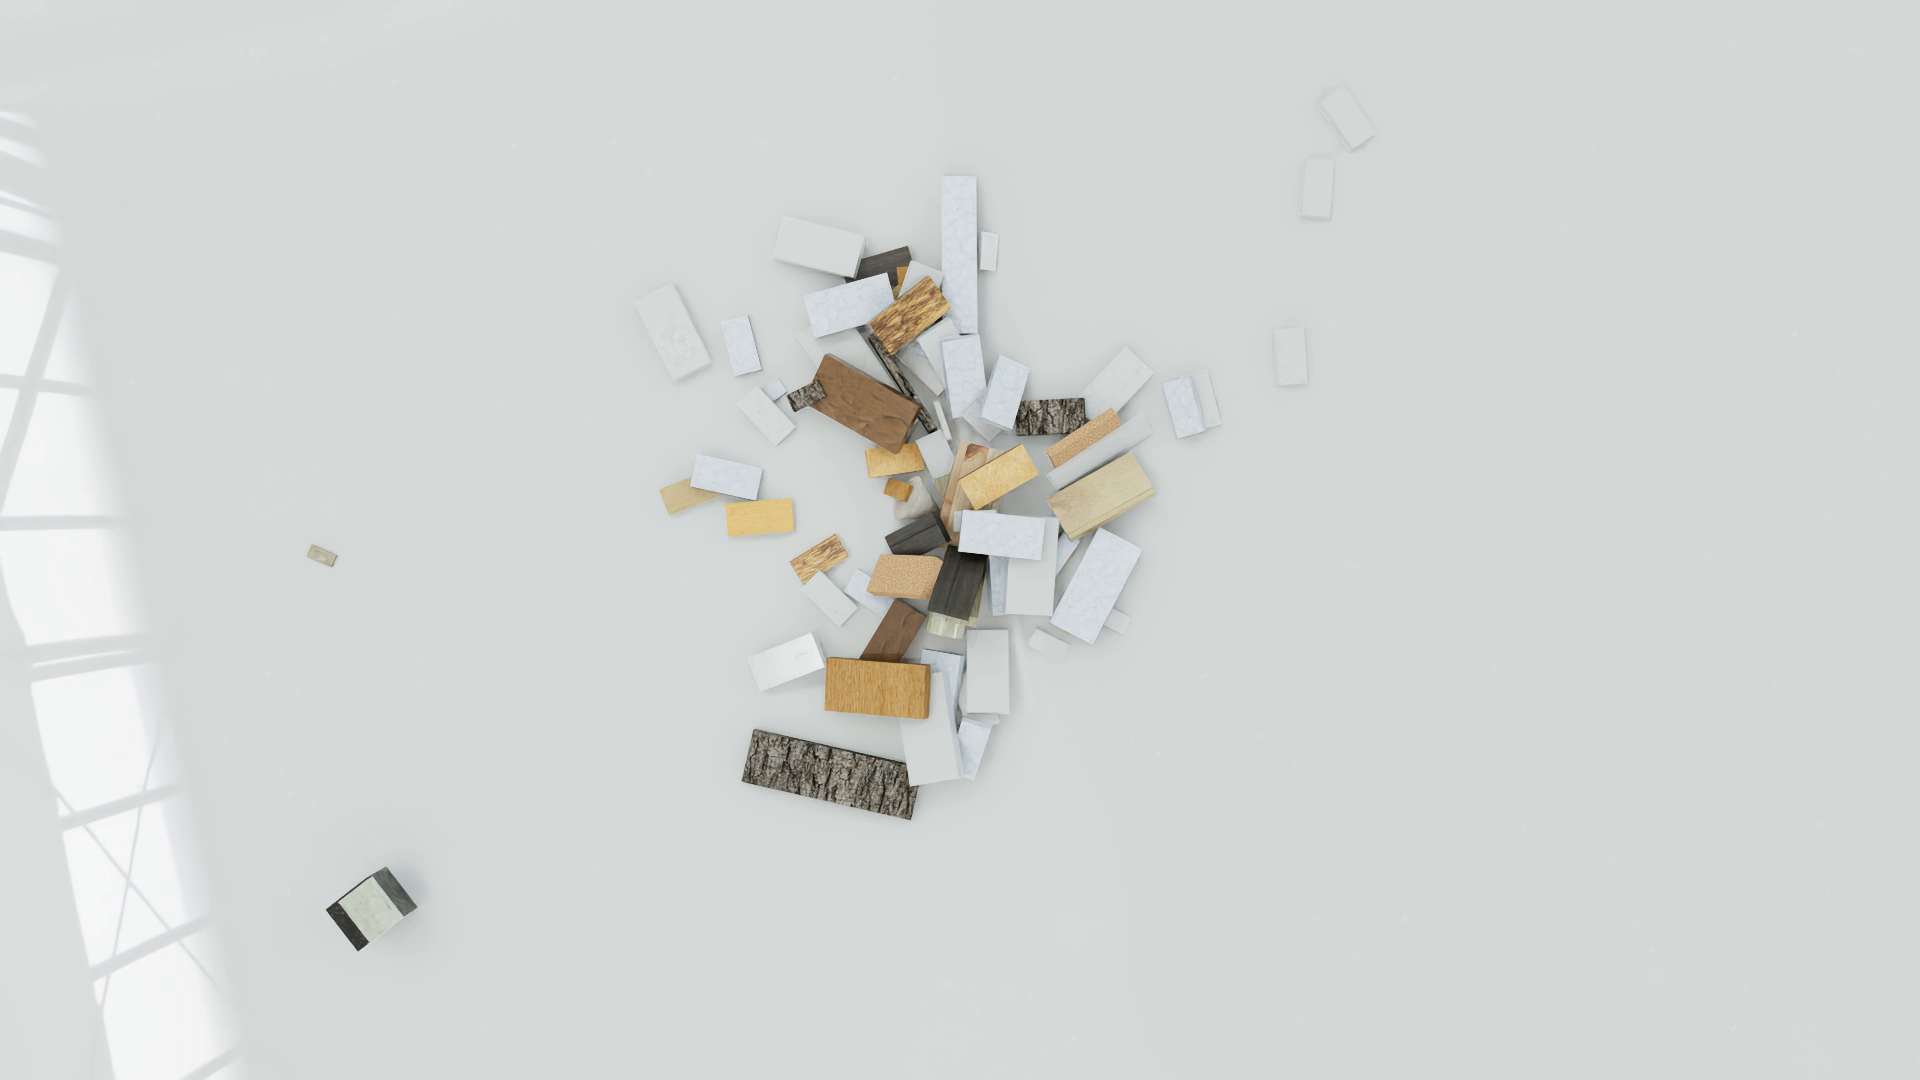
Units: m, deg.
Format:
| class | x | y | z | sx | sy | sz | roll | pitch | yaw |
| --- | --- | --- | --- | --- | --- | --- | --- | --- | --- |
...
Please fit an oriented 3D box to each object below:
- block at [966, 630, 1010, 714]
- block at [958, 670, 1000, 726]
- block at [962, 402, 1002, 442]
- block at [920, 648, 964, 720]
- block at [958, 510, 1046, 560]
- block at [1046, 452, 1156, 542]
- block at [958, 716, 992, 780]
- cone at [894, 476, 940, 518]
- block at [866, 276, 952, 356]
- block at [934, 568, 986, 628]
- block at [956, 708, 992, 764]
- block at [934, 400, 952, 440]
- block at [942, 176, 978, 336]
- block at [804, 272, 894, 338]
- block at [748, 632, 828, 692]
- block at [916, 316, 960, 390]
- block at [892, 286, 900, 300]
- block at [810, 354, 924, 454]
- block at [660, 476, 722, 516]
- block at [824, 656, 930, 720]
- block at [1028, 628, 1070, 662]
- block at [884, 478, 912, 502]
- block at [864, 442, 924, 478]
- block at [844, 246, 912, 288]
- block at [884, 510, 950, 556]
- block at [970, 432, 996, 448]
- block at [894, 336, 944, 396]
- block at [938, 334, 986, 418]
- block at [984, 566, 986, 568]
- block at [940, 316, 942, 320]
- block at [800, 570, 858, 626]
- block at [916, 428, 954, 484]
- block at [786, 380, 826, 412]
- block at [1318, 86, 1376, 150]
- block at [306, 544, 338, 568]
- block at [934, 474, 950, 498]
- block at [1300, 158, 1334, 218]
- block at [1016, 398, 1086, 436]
| class | x | y | z | sx | sy | sz | roll | pitch | yaw |
| --- | --- | --- | --- | --- | --- | --- | --- | --- | --- |
| block | 0.092 | 0.435 | 5.448 | 0.137 | 0.039 | 0.275 | 0 | 76 | 0 |
| block | 0.045 | 0.533 | 5.461 | 0.099 | 0.028 | 0.198 | -24 | 77 | -3 |
| block | 0.072 | -0.390 | 5.449 | 0.065 | 0.018 | 0.131 | -46 | 112 | 0 |
| block | -0.074 | 0.507 | 5.456 | 0.137 | 0.039 | 0.275 | 8 | 90 | 22 |
| block | 0.134 | -0.016 | 5.356 | 0.269 | 0.038 | 0.135 | 6 | 91 | -5 |
| block | 0.467 | -0.142 | 5.455 | 0.322 | 0.046 | 0.161 | -29 | 74 | 0 |
| block | 0.028 | 0.688 | 5.428 | 0.099 | 0.028 | 0.198 | 18 | 111 | 1 |
| cone | -0.111 | -0.107 | 5.465 | 0.157 | 0.157 | 0.157 | 28 | 90 | -27 |
| block | -0.166 | -0.731 | 5.371 | 0.257 | 0.036 | 0.128 | -39 | 108 | -10 |
| block | 0.002 | 0.173 | 5.377 | 0.137 | 0.275 | 0.039 | 11 | 126 | 0 |
| block | 0.036 | 0.651 | 5.486 | 0.099 | 0.028 | 0.198 | -11 | 90 | 0 |
| block | -0.058 | -0.395 | 5.467 | 0.018 | 0.065 | 0.130 | -19 | 90 | -1 |
| block | -0.002 | -0.941 | 5.455 | 0.116 | 0.033 | 0.525 | 0 | 87 | 0 |
| block | -0.359 | -0.771 | 5.417 | 0.284 | 0.040 | 0.142 | -16 | 100 | -1 |
| block | -0.572 | 0.403 | 5.458 | 0.240 | 0.034 | 0.120 | -22 | 90 | 12 |
| block | -0.029 | -0.590 | 5.427 | 0.128 | 0.036 | 0.257 | -33 | 113 | -5 |
| block | -0.194 | -0.784 | 5.465 | 0.226 | 0.032 | 0.113 | -33 | 102 | 4 |
| block | -0.319 | -0.447 | 5.403 | 0.358 | 0.051 | 0.179 | 30 | 107 | 8 |
| block | -0.895 | -0.158 | 5.487 | 0.187 | 0.027 | 0.094 | -22 | 90 | 0 |
| block | -0.272 | 0.485 | 5.418 | 0.349 | 0.049 | 0.175 | 3 | 91 | 19 |
| block | 0.296 | 0.350 | 5.491 | 0.125 | 0.018 | 0.063 | 26 | 90 | 0 |
| block | -0.205 | -0.166 | 5.453 | 0.016 | 0.113 | 0.057 | 21 | 90 | -42 |
| block | -0.217 | -0.264 | 5.456 | 0.187 | 0.027 | 0.094 | -9 | 90 | -20 |
| block | -0.268 | -0.888 | 5.484 | 0.232 | 0.033 | 0.116 | -16 | 90 | 0 |
| block | -0.139 | -0.004 | 5.423 | 0.220 | 0.031 | 0.110 | -26 | 90 | 35 |
| block | 0.053 | -0.303 | 5.491 | 0.065 | 0.018 | 0.131 | 36 | 90 | 0 |
| block | -0.116 | -0.602 | 5.484 | 0.232 | 0.033 | 0.116 | 44 | 90 | 0 |
| block | 0.014 | -0.539 | 5.417 | 0.128 | 0.036 | 0.257 | -13 | 110 | -13 |
| block | 0.127 | 0.029 | 5.490 | 0.069 | 0.020 | 0.139 | 10 | 90 | 0 |
| block | -0.040 | -0.767 | 5.482 | 0.056 | 0.016 | 0.112 | -2 | 90 | 21 |
| block | -0.434 | 0.193 | 5.474 | 0.090 | 0.025 | 0.179 | -45 | 98 | 2 |
| block | -0.067 | -0.266 | 5.469 | 0.094 | 0.027 | 0.187 | -25 | 100 | -1 |
| block | -0.504 | -0.473 | 5.414 | 0.123 | 0.017 | 0.062 | -25 | 93 | 19 |
| block | 1.288 | -1.403 | 5.487 | 0.095 | 0.027 | 0.189 | -35 | 90 | 0 |
| block | -2.126 | 0.053 | 5.494 | 0.090 | 0.013 | 0.045 | 24 | 90 | 0 |
| block | -0.008 | -0.131 | 5.469 | 0.094 | 0.027 | 0.187 | -22 | 100 | -2 |
| block | 1.188 | -1.168 | 5.487 | 0.093 | 0.026 | 0.186 | 5 | 90 | 0 |
| block | 0.300 | -0.408 | 5.462 | 0.228 | 0.032 | 0.114 | -2 | 90 | 11 |
